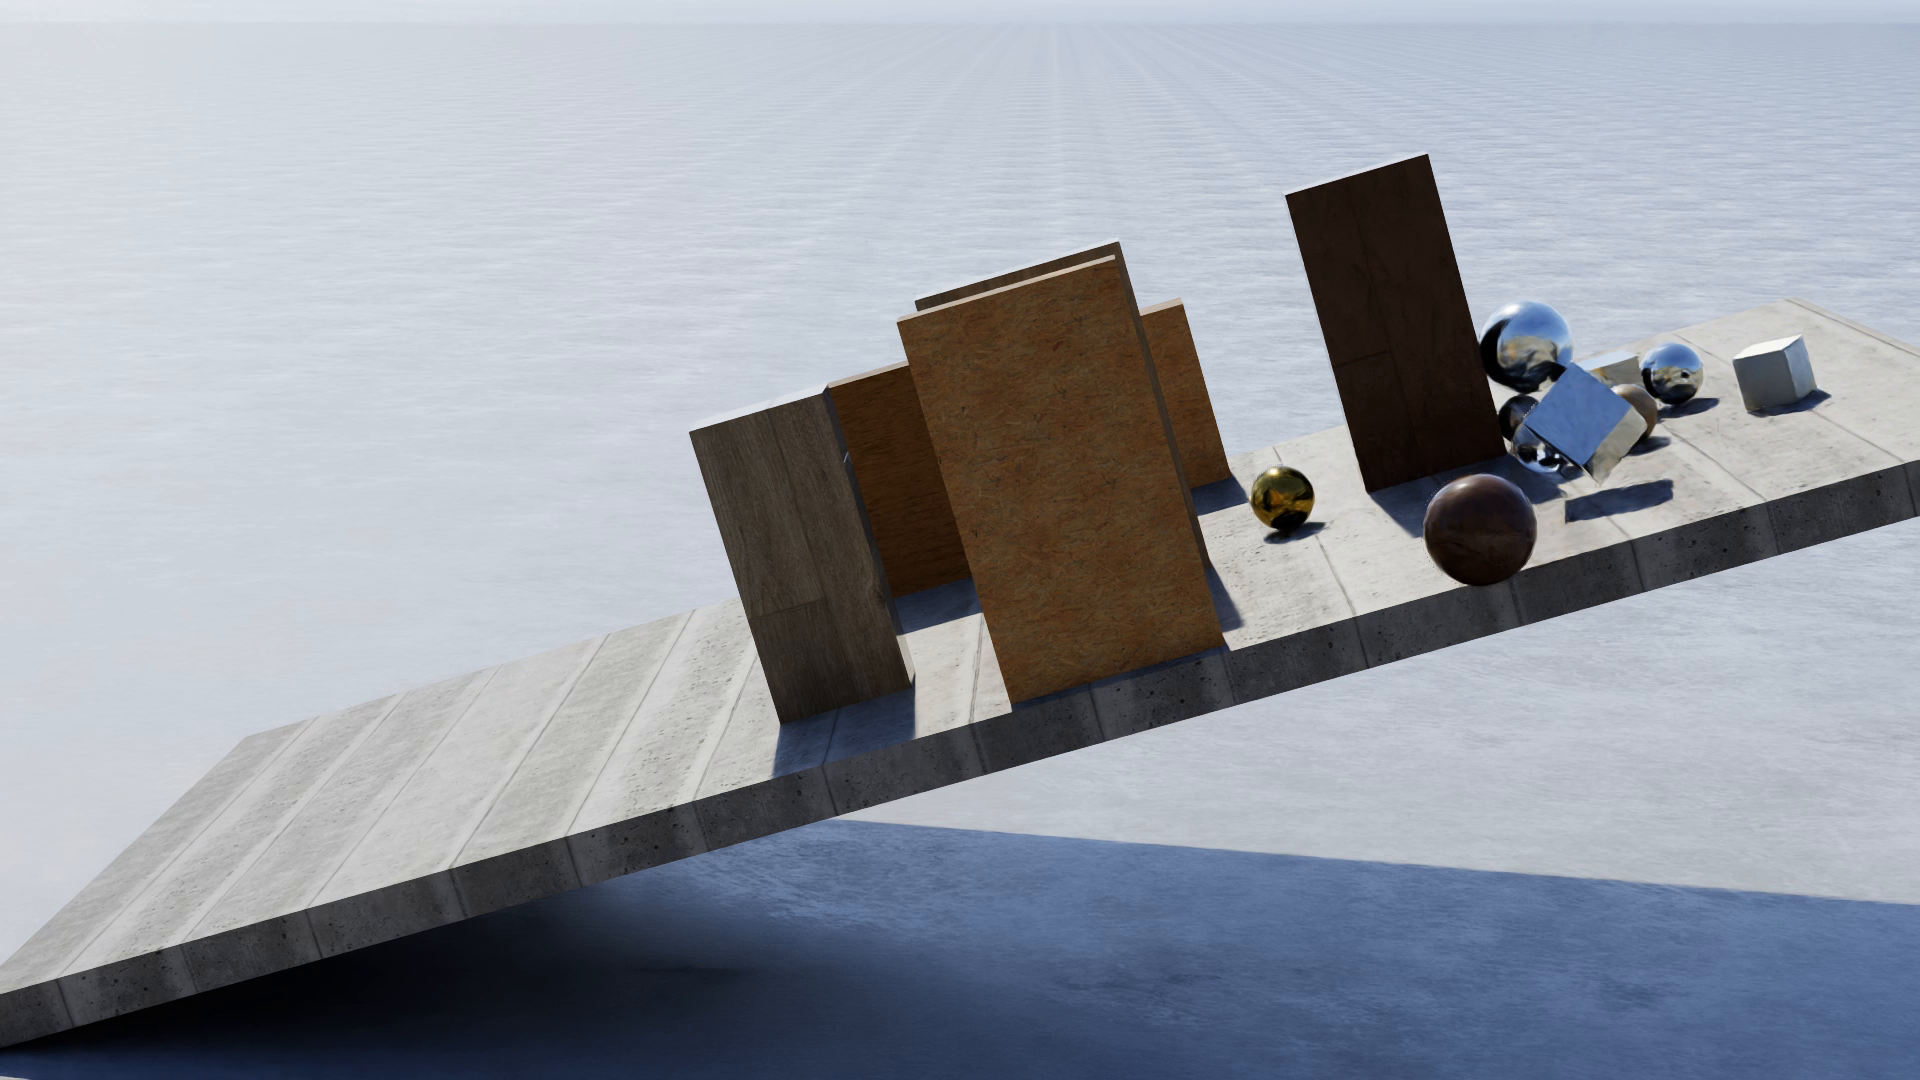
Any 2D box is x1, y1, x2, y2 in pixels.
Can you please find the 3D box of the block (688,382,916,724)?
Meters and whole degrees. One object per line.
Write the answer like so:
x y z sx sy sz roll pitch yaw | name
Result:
-0.307 0.026 5.795 0.270 0.606 0.149 -16 10 5 | block

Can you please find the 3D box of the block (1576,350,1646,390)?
1.389 -0.321 6.302 0.130 0.130 0.130 -16 10 3 | block

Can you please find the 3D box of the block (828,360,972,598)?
-0.172 -0.129 6.731 0.409 0.505 0.111 -16 10 5 | block

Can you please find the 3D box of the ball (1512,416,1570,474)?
1.185 -0.197 5.962 0.127 0.127 0.127 0 11 0 | ball

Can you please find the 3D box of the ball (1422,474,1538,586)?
0.920 -0.018 5.202 0.200 0.200 0.200 0 11 0 | ball

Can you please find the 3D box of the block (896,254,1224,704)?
0.186 -0.107 5.347 0.407 0.731 0.083 -16 10 5 | block

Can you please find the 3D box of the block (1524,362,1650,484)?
1.203 -0.223 5.648 0.148 0.148 0.148 41 6 28 | block

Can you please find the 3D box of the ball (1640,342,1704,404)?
1.514 -0.354 6.257 0.134 0.134 0.134 0 11 0 | ball

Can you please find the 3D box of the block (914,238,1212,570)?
0.214 -0.223 6.042 0.431 0.698 0.098 -16 10 5 | block

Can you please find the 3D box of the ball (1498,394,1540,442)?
1.209 -0.259 6.323 0.108 0.108 0.108 0 11 0 | ball

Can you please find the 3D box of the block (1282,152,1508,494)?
0.929 -0.464 6.292 0.311 0.665 0.091 -16 10 5 | block

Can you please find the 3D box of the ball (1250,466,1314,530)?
0.678 -0.089 6.182 0.135 0.135 0.135 0 11 0 | ball

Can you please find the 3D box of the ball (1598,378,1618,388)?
1.340 -0.275 6.149 0.124 0.124 0.124 0 11 0 | ball

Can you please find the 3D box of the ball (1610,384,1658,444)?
1.362 -0.257 6.008 0.124 0.124 0.124 0 11 0 | ball

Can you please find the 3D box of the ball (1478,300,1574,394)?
1.217 -0.415 6.321 0.203 0.203 0.203 0 11 0 | ball

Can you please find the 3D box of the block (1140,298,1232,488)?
0.444 -0.325 7.019 0.295 0.429 0.145 -16 10 5 | block

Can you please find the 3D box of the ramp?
0.090 0.187 6.320 4.000 0.100 2.000 -16 10 5 | ramp

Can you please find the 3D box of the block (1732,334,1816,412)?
1.661 -0.340 5.997 0.112 0.112 0.112 -12 11 38 | block
